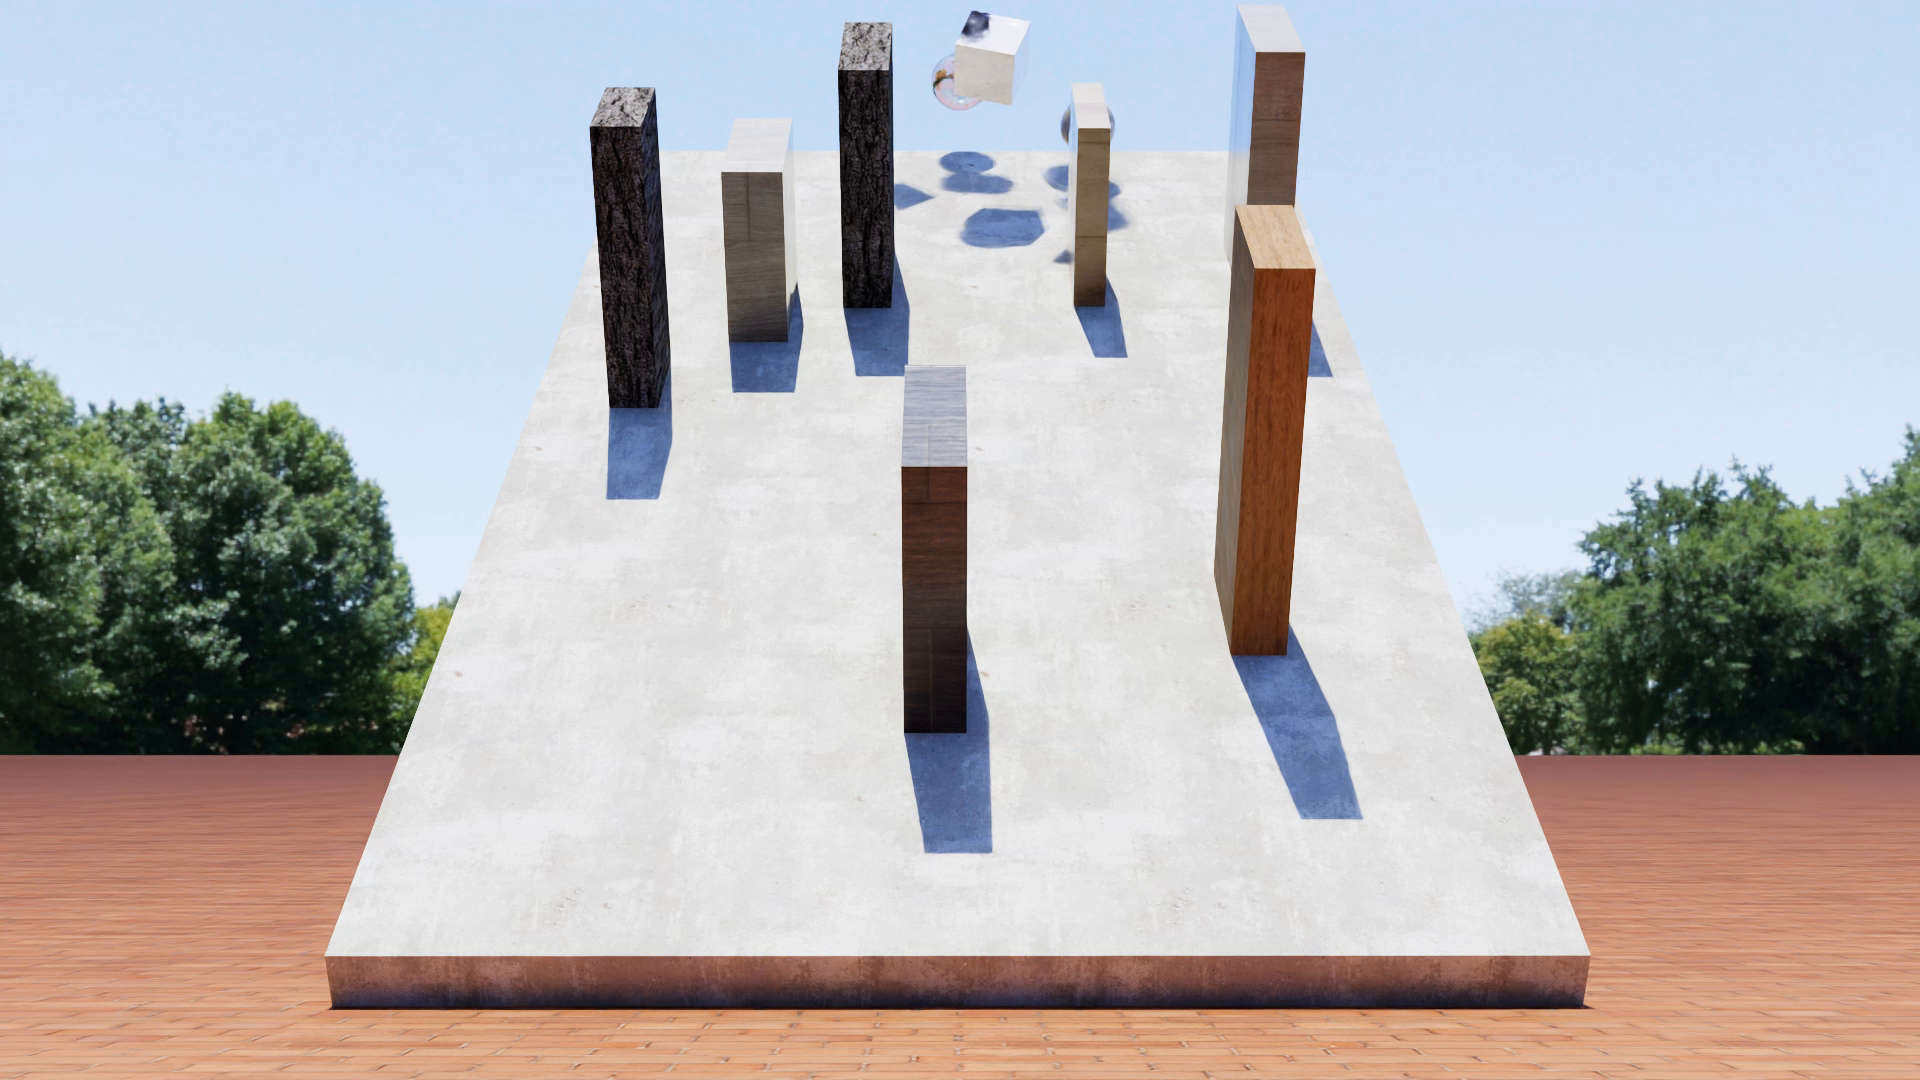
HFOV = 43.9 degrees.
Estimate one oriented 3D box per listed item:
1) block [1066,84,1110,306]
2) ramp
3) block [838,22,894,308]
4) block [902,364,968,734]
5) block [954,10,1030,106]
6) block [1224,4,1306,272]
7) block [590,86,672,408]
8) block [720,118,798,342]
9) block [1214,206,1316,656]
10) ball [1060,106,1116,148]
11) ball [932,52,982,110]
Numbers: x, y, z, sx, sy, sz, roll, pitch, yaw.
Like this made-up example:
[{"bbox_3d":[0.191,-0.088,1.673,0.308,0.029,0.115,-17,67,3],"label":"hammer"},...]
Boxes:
[{"bbox_3d":[0.335,-0.908,6.239,0.082,0.480,0.385,0,28,0],"label":"block"},{"bbox_3d":[-0.011,-0.224,5.554,2.000,0.100,4.000,0,28,0],"label":"ramp"},{"bbox_3d":[-0.241,-0.983,6.217,0.126,0.630,0.439,0,28,0],"label":"block"},{"bbox_3d":[-0.046,0.011,4.410,0.115,0.540,0.439,0,28,0],"label":"block"},{"bbox_3d":[0.091,-1.371,6.773,0.172,0.172,0.172,13,-43,10],"label":"block"},{"bbox_3d":[0.792,-1.013,6.237,0.123,0.670,0.441,0,28,0],"label":"block"},{"bbox_3d":[-0.769,-0.684,5.581,0.115,0.686,0.298,0,28,0],"label":"block"},{"bbox_3d":[-0.506,-0.792,6.049,0.149,0.445,0.422,0,28,0],"label":"block"},{"bbox_3d":[0.576,-0.207,4.556,0.108,0.795,0.332,0,28,0],"label":"block"},{"bbox_3d":[0.377,-1.220,7.020,0.164,0.164,0.164,0,-5,0],"label":"ball"},{"bbox_3d":[0.000,-1.395,7.241,0.175,0.175,0.175,0,-5,0],"label":"ball"}]
